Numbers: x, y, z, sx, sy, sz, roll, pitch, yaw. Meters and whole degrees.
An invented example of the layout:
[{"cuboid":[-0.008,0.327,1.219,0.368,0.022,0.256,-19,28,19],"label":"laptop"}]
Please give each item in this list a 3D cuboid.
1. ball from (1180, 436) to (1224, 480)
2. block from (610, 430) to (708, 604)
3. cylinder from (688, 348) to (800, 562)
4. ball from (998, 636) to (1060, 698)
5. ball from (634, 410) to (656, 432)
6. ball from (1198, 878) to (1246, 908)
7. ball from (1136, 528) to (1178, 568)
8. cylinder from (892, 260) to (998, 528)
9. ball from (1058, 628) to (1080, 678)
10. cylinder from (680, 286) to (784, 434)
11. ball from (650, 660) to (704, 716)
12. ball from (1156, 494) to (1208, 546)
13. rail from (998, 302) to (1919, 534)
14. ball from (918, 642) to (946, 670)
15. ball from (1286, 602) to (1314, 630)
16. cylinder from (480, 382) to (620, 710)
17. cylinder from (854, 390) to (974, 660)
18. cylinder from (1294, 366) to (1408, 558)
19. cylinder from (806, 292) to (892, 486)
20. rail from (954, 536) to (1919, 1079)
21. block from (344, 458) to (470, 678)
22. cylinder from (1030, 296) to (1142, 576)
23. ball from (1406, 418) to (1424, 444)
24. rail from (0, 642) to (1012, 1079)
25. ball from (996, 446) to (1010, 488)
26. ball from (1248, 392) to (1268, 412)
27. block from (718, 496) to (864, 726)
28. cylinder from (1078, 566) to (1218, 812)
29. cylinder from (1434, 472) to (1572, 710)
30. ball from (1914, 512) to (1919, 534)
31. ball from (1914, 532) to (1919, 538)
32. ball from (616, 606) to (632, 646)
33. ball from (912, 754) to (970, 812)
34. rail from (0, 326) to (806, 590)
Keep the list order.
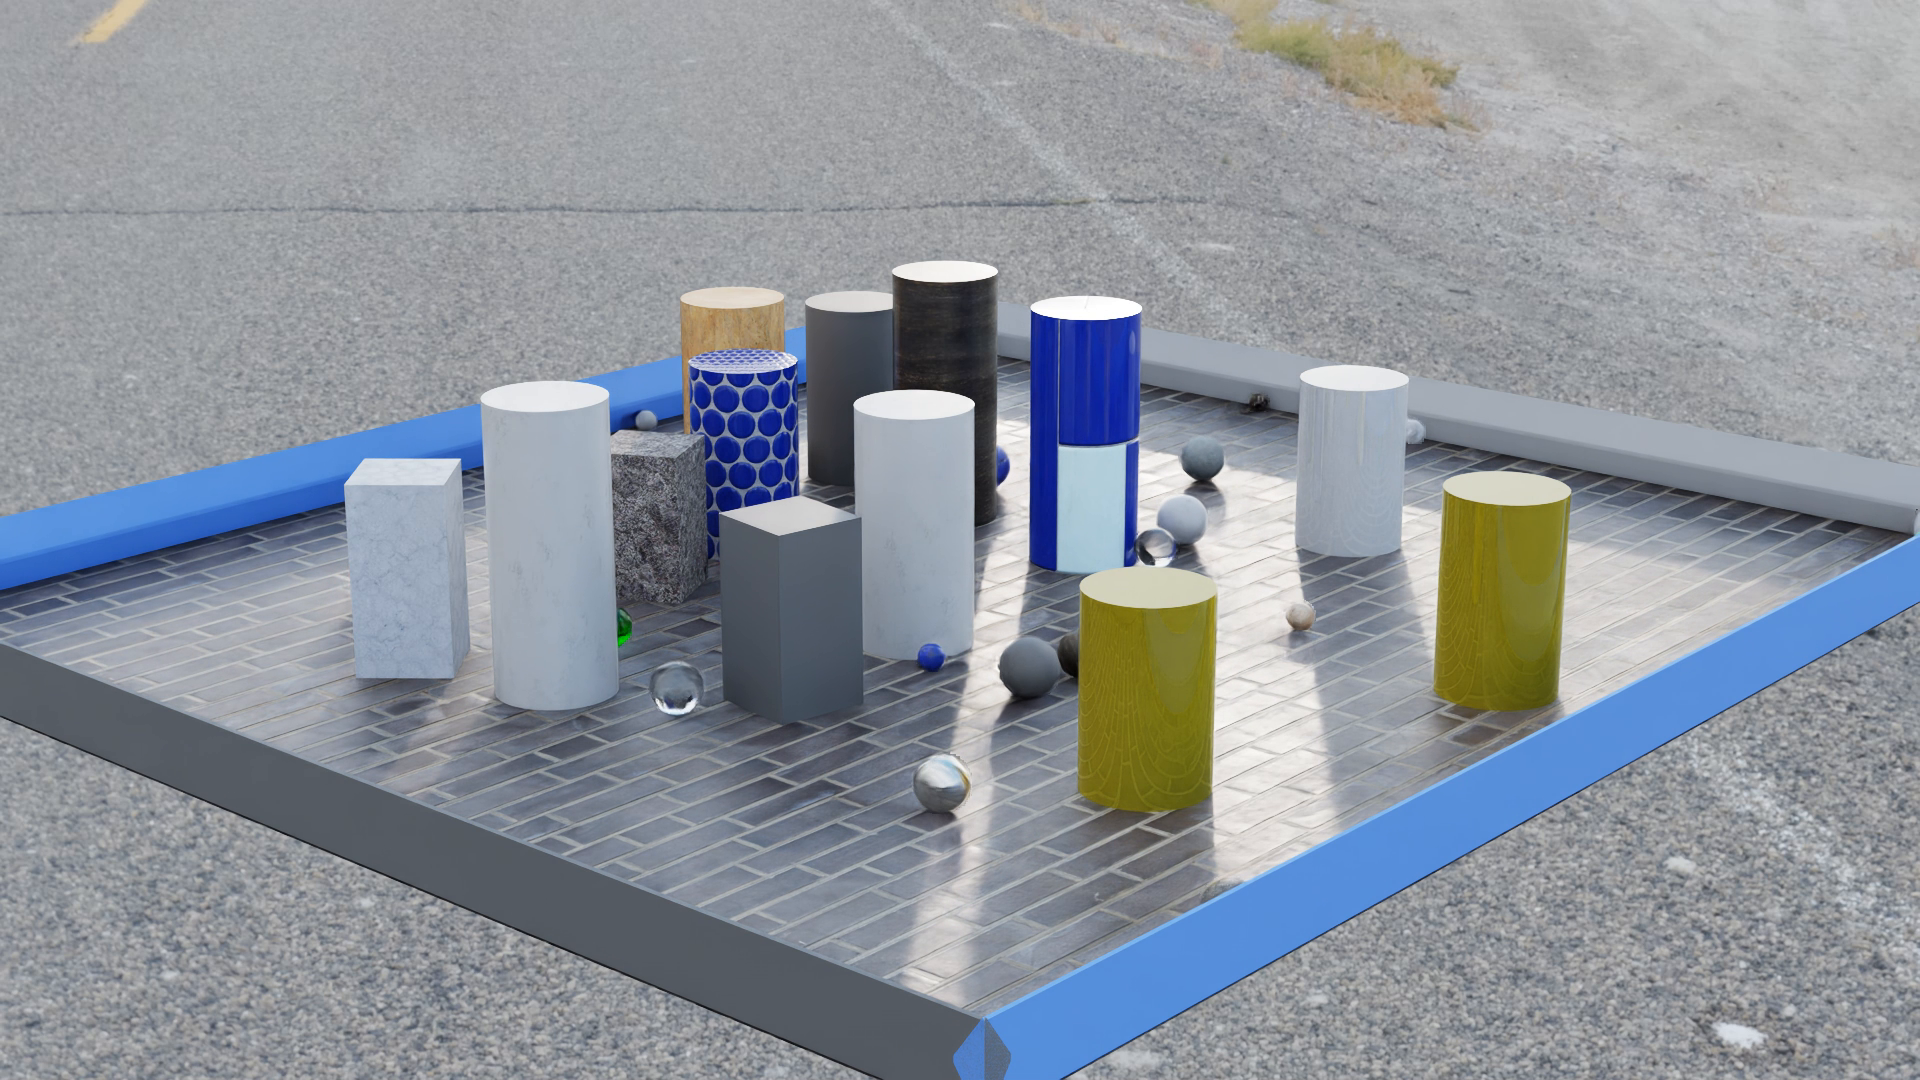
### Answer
[{"cuboid":[0.482,-0.162,5.836,0.088,0.088,0.088,0,17,0],"label":"ball"},{"cuboid":[-0.544,-0.042,5.139,0.158,0.262,0.158,4,17,13],"label":"block"},{"cuboid":[-0.393,-0.155,5.355,0.197,0.353,0.197,0,17,0],"label":"cylinder"},{"cuboid":[0.109,0.201,4.618,0.097,0.097,0.097,0,17,0],"label":"ball"},{"cuboid":[-0.666,-0.252,6.209,0.045,0.045,0.045,0,17,0],"label":"ball"},{"cuboid":[0.346,0.472,3.742,0.082,0.082,0.082,0,17,0],"label":"ball"},{"cuboid":[0.352,0.015,5.273,0.075,0.075,0.075,0,17,0],"label":"ball"},{"cuboid":[-0.028,-0.274,5.540,0.197,0.474,0.197,0,17,0],"label":"cylinder"},{"cuboid":[0.196,0.182,4.708,0.081,0.081,0.081,0,17,0],"label":"ball"},{"cuboid":[-0.432,-0.265,5.625,0.197,0.408,0.197,0,17,0],"label":"cylinder"},{"cuboid":[-0.439,0.229,4.544,0.085,0.085,0.085,0,17,0],"label":"ball"},{"cuboid":[0.410,-0.035,5.404,0.096,0.096,0.096,0,17,0],"label":"ball"},{"cuboid":[0.933,-0.278,6.148,2.583,0.128,0.045,14,22,39],"label":"rail"},{"cuboid":[-0.046,0.189,4.747,0.045,0.045,0.045,0,17,0],"label":"ball"},{"cuboid":[0.573,0.127,4.948,0.046,0.046,0.046,0,17,0],"label":"ball"},{"cuboid":[-0.641,0.008,4.594,0.197,0.480,0.197,0,17,0],"label":"cylinder"},{"cuboid":[-0.075,-0.026,4.834,0.197,0.407,0.197,0,17,0],"label":"cylinder"},{"cuboid":[0.720,-0.146,5.397,0.197,0.312,0.197,0,17,0],"label":"cylinder"},{"cuboid":[-0.207,-0.302,5.844,0.197,0.353,0.197,0,17,0],"label":"cylinder"},{"cuboid":[0.957,0.272,4.324,0.045,0.128,2.892,14,22,39],"label":"rail"},{"cuboid":[-0.892,0.045,4.744,0.158,0.323,0.158,0,17,0],"label":"block"},{"cuboid":[0.224,-0.189,5.270,0.197,0.466,0.197,0,17,0],"label":"cylinder"},{"cuboid":[0.941,-0.227,6.115,0.052,0.052,0.052,0,17,0],"label":"ball"},{"cuboid":[-0.933,0.342,4.092,2.583,0.128,0.045,14,22,39],"label":"rail"},{"cuboid":[0.051,-0.146,5.772,0.095,0.095,0.095,0,17,0],"label":"ball"},{"cuboid":[0.648,-0.299,6.373,0.042,0.042,0.042,0,17,0],"label":"ball"},{"cuboid":[-0.262,0.107,4.568,0.158,0.305,0.158,-13,21,-37],"label":"block"},{"cuboid":[0.269,0.212,4.220,0.197,0.304,0.197,0,17,0],"label":"cylinder"},{"cuboid":[0.852,0.079,4.614,0.197,0.333,0.197,0,17,0],"label":"cylinder"},{"cuboid":[1.791,-0.021,5.350,0.098,0.098,0.098,0,17,0],"label":"ball"},{"cuboid":[1.750,0.013,5.284,0.071,0.071,0.071,0,17,0],"label":"ball"},{"cuboid":[-0.576,0.143,4.860,0.067,0.067,0.067,0,17,0],"label":"ball"},{"cuboid":[-0.027,0.345,4.164,0.082,0.082,0.082,0,17,0],"label":"ball"},{"cuboid":[-0.957,-0.208,5.916,0.045,0.128,2.892,14,22,39],"label":"rail"}]
